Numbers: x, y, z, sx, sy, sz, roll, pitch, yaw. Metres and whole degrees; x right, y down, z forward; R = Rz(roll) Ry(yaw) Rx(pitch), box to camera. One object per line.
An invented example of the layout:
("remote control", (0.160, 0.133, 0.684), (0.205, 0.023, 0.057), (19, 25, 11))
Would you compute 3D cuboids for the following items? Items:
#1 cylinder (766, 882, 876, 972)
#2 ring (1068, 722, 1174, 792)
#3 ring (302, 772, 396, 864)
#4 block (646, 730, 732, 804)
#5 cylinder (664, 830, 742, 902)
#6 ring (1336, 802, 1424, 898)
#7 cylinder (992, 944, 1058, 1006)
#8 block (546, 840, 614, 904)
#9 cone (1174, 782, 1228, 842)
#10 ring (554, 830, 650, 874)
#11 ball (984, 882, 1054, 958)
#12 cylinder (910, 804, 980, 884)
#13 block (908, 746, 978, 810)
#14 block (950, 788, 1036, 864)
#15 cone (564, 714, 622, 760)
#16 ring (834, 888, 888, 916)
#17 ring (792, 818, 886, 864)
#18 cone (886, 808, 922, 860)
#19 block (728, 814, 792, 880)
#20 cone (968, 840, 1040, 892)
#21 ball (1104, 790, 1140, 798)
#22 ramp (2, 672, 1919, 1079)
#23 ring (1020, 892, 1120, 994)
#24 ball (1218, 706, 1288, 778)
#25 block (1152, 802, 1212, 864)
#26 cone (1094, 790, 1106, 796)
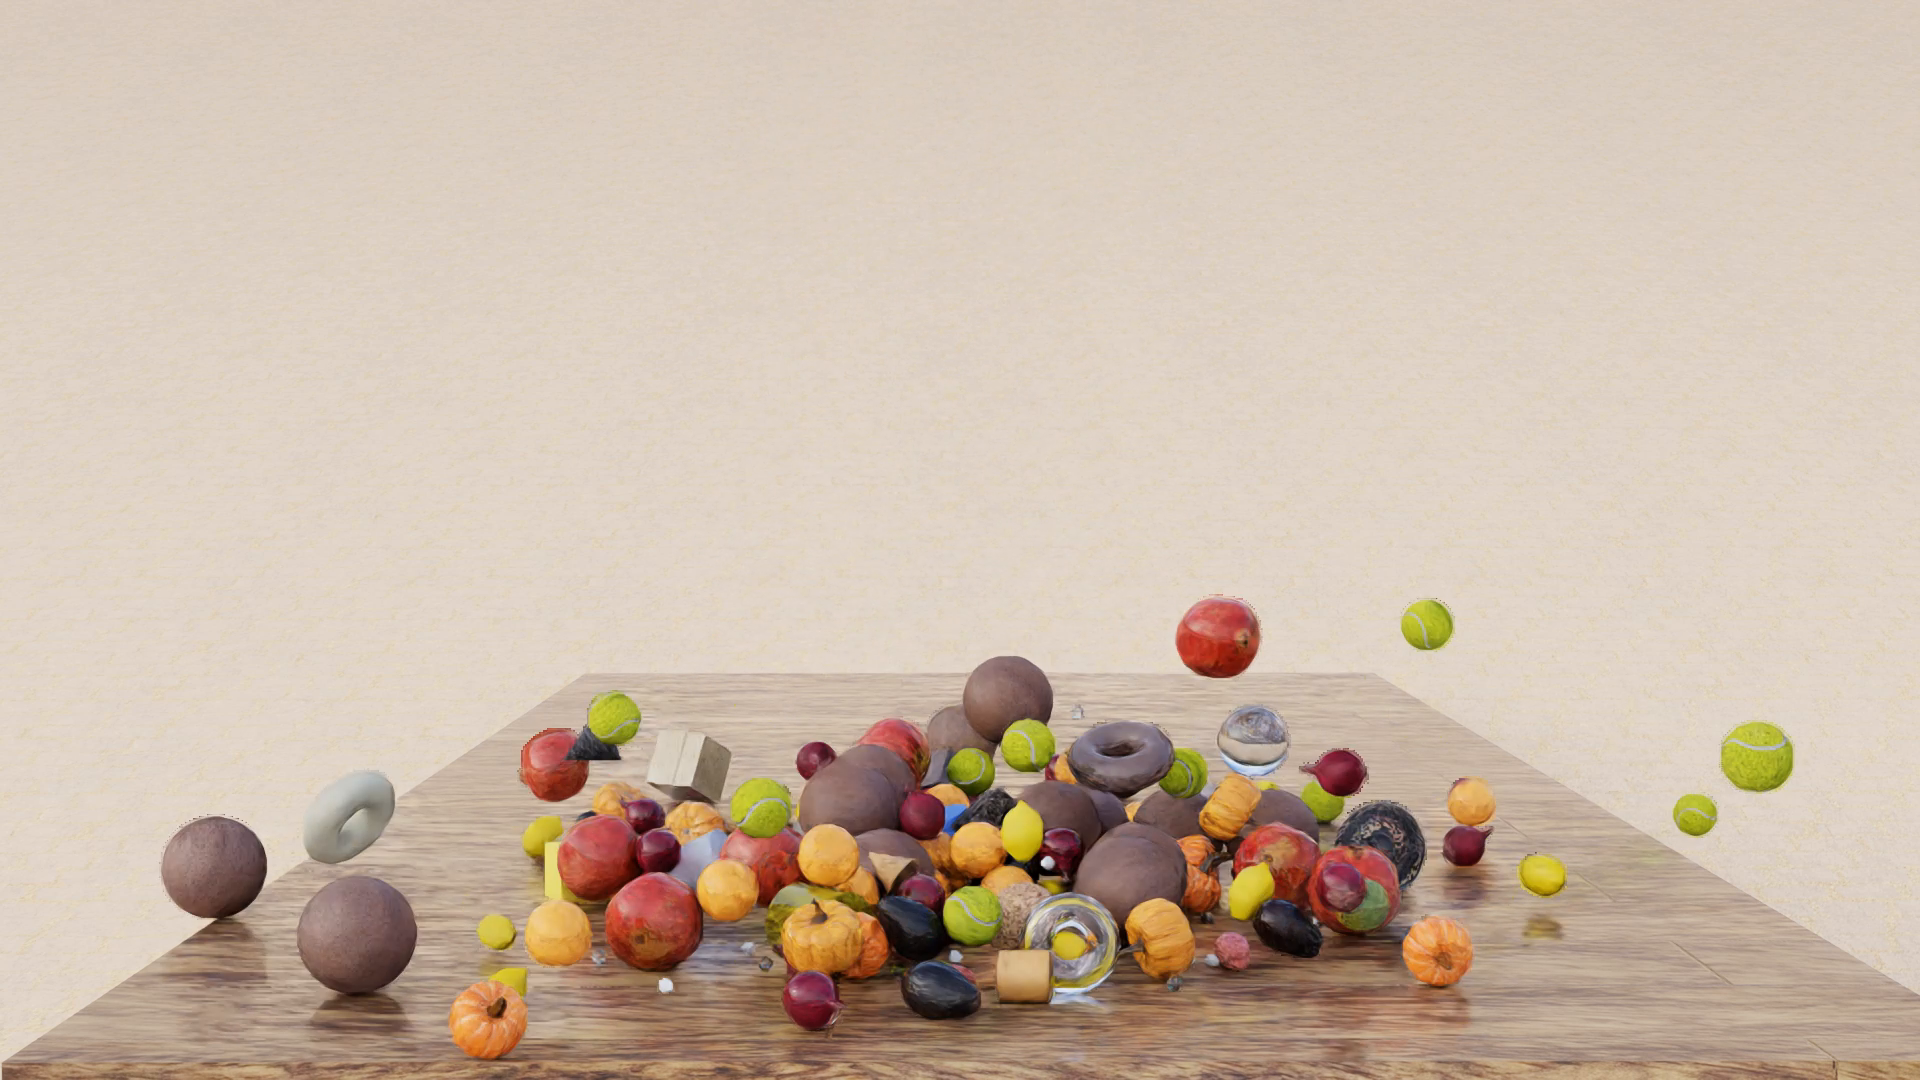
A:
("cylinder", (-0.162, 0.449, 2.988), (0.091, 0.091, 0.091), (-21, 16, -41))
("ring", (0.211, 0.283, 3.361), (0.141, 0.047, 0.141), (-6, 25, 3))
("ring", (-0.840, 0.382, 3.538), (0.049, 0.146, 0.146), (37, 38, 23))
("block", (-0.448, 0.376, 4.260), (0.090, 0.090, 0.090), (3, -22, 29))
("cylinder", (-0.337, 0.428, 3.377), (0.073, 0.073, 0.073), (-27, 16, 19))
("ring", (0.548, 0.405, 3.360), (0.125, 0.125, 0.042), (-7, 5, -16))
("cylinder", (0.071, 0.474, 2.798), (0.055, 0.055, 0.055), (22, 27, 8))
("block", (-0.506, 0.440, 3.418), (0.071, 0.071, 0.071), (-1, 3, -27))
("cone", (0.380, 0.432, 3.903), (0.094, 0.094, 0.094), (-6, 31, -15))
("ring", (-0.511, 0.442, 3.647), (0.143, 0.048, 0.143), (0, 4, 0))
("ball", (0.076, 0.447, 2.996), (0.094, 0.094, 0.094), (0, 23, 0))
("cylinder", (-0.016, 0.410, 3.472), (0.080, 0.080, 0.080), (-20, 9, 3))
("block", (-0.026, 0.384, 4.110), (0.069, 0.069, 0.069), (-21, 39, 41))
("block", (0.043, 0.375, 3.372), (0.068, 0.068, 0.068), (-43, 6, -21))
("cone", (-0.561, 0.314, 3.860), (0.078, 0.078, 0.078), (-27, 26, -3))
("ring", (-0.138, 0.466, 3.304), (0.090, 0.030, 0.090), (0, 1, 0))
("ring", (-0.181, 0.436, 3.733), (0.146, 0.049, 0.146), (5, 3, 0))
("cone", (-0.074, 0.426, 3.742), (0.070, 0.070, 0.070), (0, 3, 0))
("block", (-0.280, 0.429, 3.603), (0.076, 0.076, 0.076), (-1, 3, -16))
("cone", (0.040, 0.445, 3.414), (0.093, 0.093, 0.093), (19, 33, 37))
("ball", (0.269, 0.386, 4.328), (0.097, 0.097, 0.097), (0, 23, 0))
("ramp", (0.053, 0.476, 4.536), (2.000, 0.100, 4.000), (0, 3, 0))
("ring", (0.121, 0.445, 2.839), (0.112, 0.112, 0.037), (4, -10, 8))
("ball", (0.402, 0.277, 3.530), (0.097, 0.097, 0.097), (0, 23, 0))
("block", (0.320, 0.423, 3.721), (0.077, 0.077, 0.077), (1, 3, 13))
("cone", (0.241, 0.418, 4.375), (0.066, 0.066, 0.066), (6, 53, 14))
